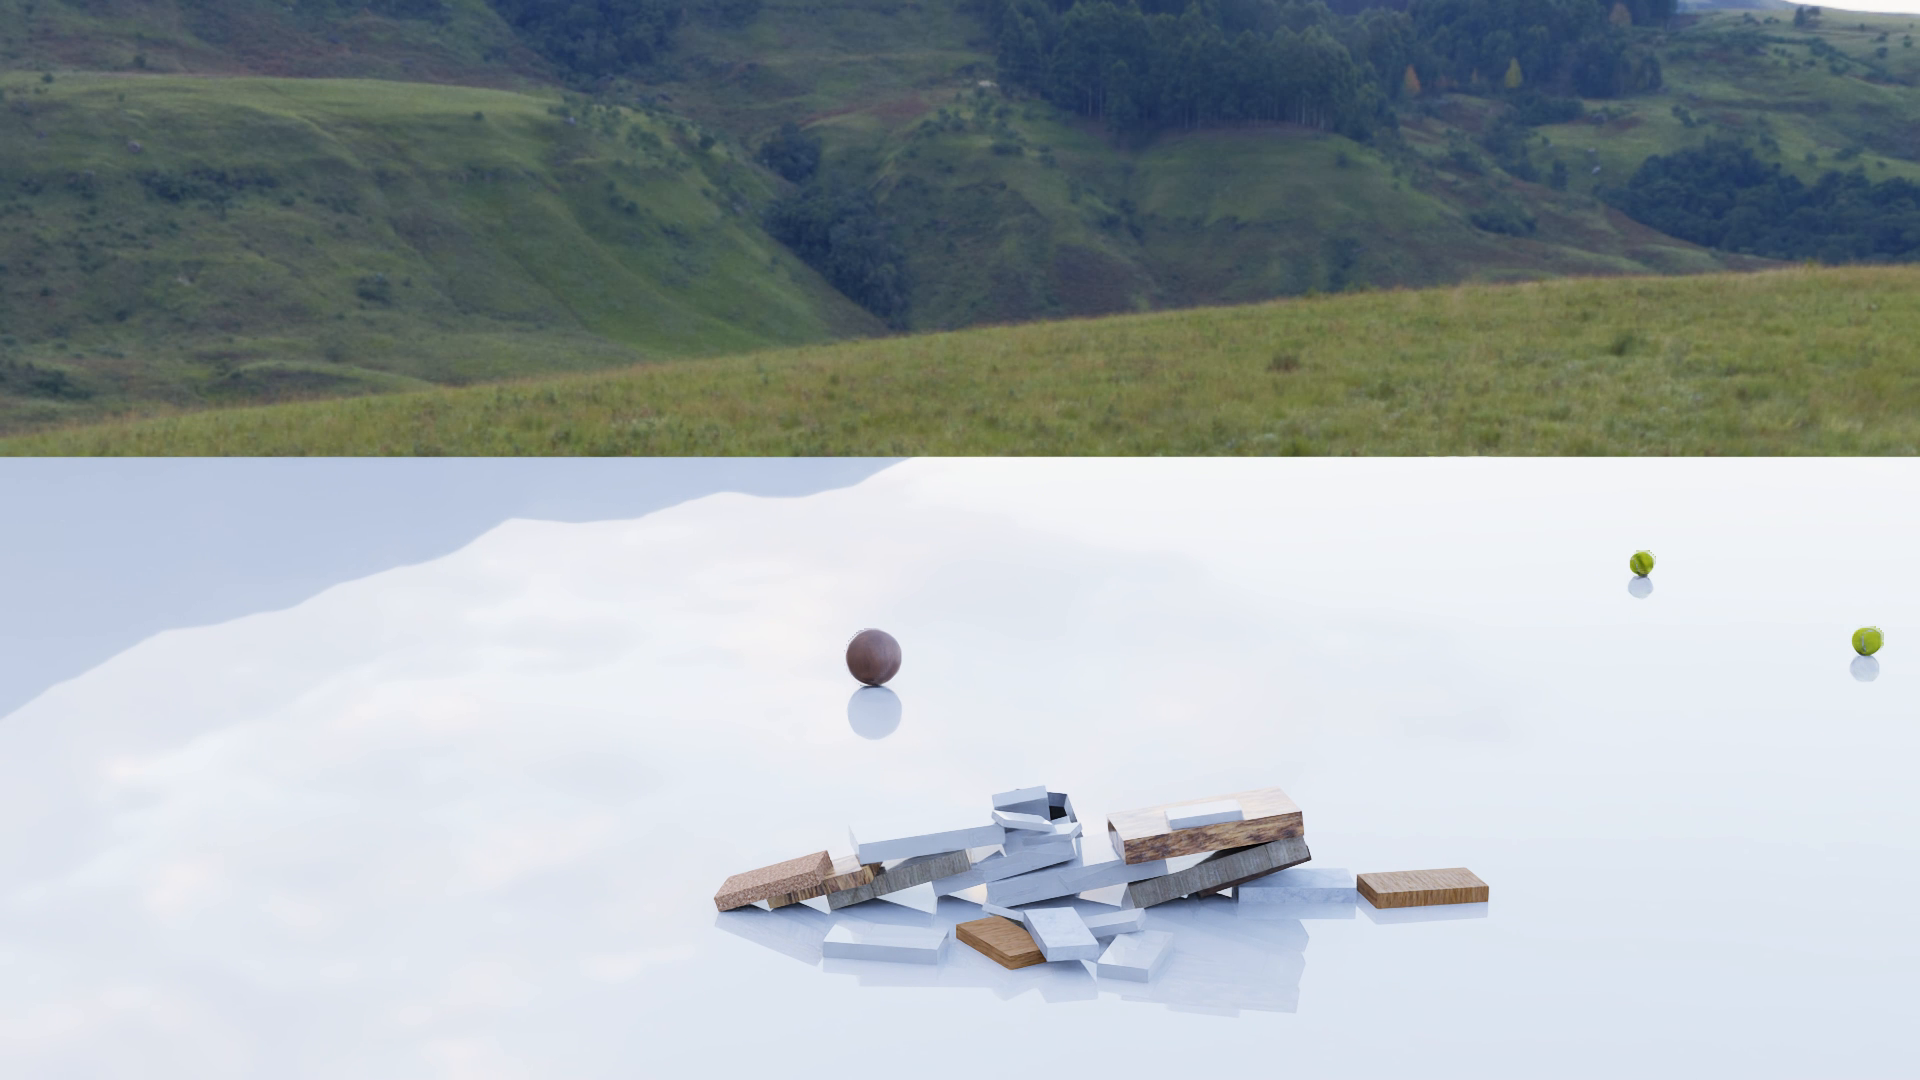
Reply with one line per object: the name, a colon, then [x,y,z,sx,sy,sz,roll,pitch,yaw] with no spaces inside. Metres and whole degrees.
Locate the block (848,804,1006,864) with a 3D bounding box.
block: [-0.056,0.483,3.625,0.240,0.034,0.120,-7,11,-10]

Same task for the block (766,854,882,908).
block: [-0.222,0.555,3.608,0.180,0.026,0.090,-17,10,15]

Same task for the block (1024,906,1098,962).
block: [0.155,0.607,3.391,0.080,0.023,0.159,-2,11,-11]

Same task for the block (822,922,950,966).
block: [-0.114,0.625,3.411,0.180,0.025,0.090,2,11,11]

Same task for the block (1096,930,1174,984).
block: [0.269,0.635,3.367,0.080,0.023,0.159,4,11,19]

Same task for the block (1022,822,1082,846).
block: [0.151,0.483,3.611,0.091,0.013,0.045,-11,12,30]

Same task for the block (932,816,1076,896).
block: [0.072,0.524,3.651,0.240,0.034,0.120,-16,10,4]

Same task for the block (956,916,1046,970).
block: [0.069,0.625,3.418,0.080,0.023,0.159,-6,12,-30]

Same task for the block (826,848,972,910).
block: [-0.101,0.543,3.640,0.240,0.034,0.120,-17,10,3]

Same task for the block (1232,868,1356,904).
block: [0.556,0.576,3.668,0.194,0.027,0.097,0,11,0]

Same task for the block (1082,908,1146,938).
block: [0.228,0.605,3.458,0.120,0.017,0.060,-12,6,18]

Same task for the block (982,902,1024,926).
block: [0.084,0.601,3.513,0.091,0.013,0.045,8,-18,38]

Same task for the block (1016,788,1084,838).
block: [0.156,0.490,3.796,0.091,0.183,0.026,4,55,19]

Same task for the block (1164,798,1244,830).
block: [0.395,0.445,3.567,0.120,0.017,0.060,-8,10,-2]

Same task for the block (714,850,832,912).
block: [-0.306,0.558,3.602,0.180,0.025,0.090,-17,10,13]

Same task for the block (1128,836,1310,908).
block: [0.421,0.527,3.651,0.295,0.042,0.148,-18,10,3]

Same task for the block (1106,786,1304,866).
block: [0.400,0.467,3.607,0.295,0.042,0.148,-9,10,-6]

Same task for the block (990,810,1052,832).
block: [0.101,0.460,3.600,0.091,0.013,0.045,10,8,-28]

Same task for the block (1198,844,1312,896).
block: [0.482,0.539,3.675,0.194,0.027,0.097,-18,10,-1]

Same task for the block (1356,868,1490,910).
block: [0.768,0.578,3.657,0.193,0.027,0.097,-2,11,-10]

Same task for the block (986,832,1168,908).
block: [0.191,0.541,3.654,0.295,0.042,0.148,-12,10,2]

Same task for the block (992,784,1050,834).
block: [0.108,0.489,3.727,0.091,0.183,0.026,-10,46,-2]
